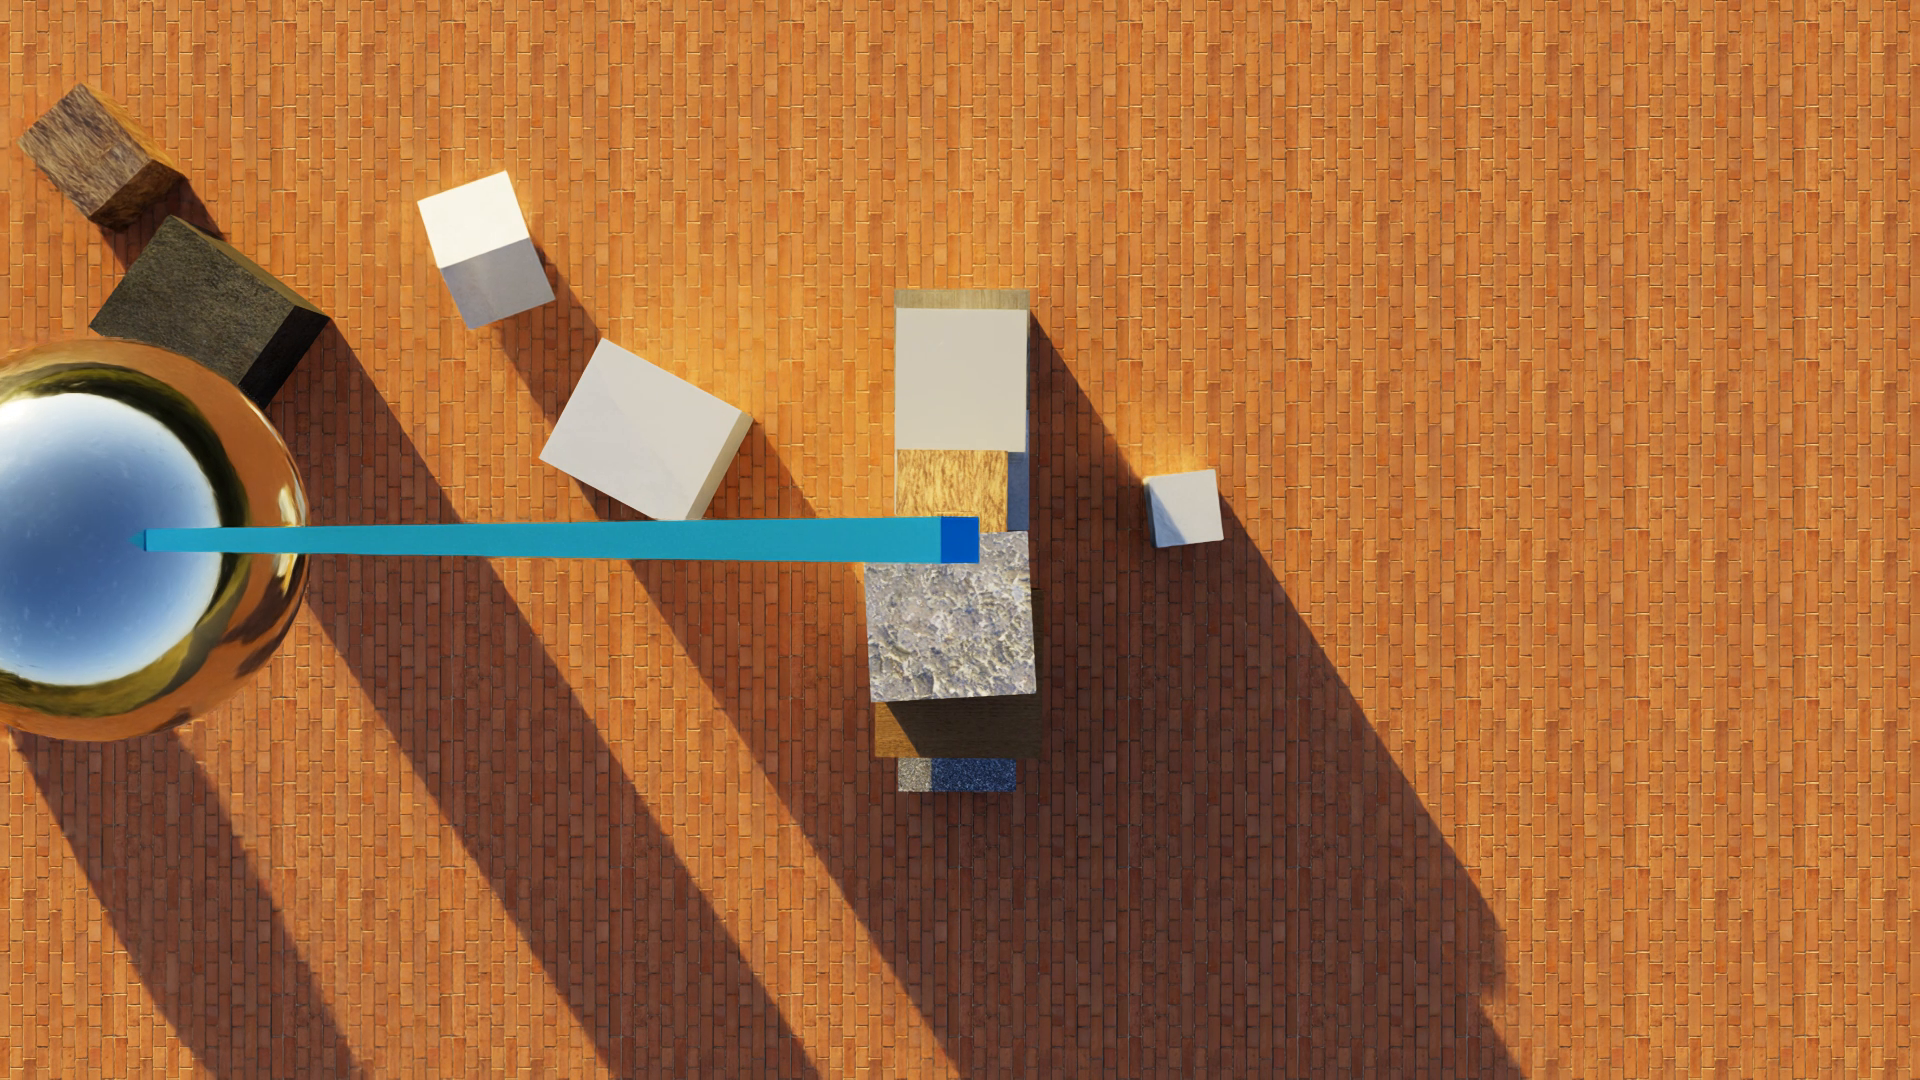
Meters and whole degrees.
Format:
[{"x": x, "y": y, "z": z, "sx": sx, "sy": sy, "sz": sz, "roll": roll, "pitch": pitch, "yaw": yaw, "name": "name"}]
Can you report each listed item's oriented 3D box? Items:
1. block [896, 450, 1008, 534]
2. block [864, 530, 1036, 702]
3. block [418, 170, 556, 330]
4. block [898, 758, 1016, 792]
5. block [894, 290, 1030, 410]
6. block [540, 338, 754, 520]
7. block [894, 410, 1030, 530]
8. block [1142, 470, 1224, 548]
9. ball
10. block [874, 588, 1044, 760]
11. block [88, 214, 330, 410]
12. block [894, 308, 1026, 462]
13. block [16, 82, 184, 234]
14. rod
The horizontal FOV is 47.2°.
[{"x": -0.043, "y": -0.113, "z": 11.853, "sx": 0.582, "sy": 0.682, "sz": 0.605, "roll": 1, "pitch": 79, "yaw": 0, "name": "block"}, {"x": -0.052, "y": 0.369, "z": 11.030, "sx": 0.800, "sy": 0.813, "sz": 0.787, "roll": -3, "pitch": 90, "yaw": 0, "name": "block"}, {"x": -2.707, "y": -1.655, "z": 12.592, "sx": 0.528, "sy": 0.569, "sz": 0.535, "roll": -21, "pitch": 58, "yaw": -6, "name": "block"}, {"x": -0.016, "y": 1.037, "z": 12.625, "sx": 0.657, "sy": 0.749, "sz": 0.727, "roll": 0, "pitch": 90, "yaw": 0, "name": "block"}, {"x": 0.010, "y": -1.069, "z": 12.646, "sx": 0.761, "sy": 0.709, "sz": 0.666, "roll": 0, "pitch": 90, "yaw": 0, "name": "block"}, {"x": -1.780, "y": -0.587, "z": 12.621, "sx": 0.878, "sy": 0.759, "sz": 0.760, "roll": 28, "pitch": 90, "yaw": 0, "name": "block"}, {"x": 0.012, "y": -0.390, "z": 12.633, "sx": 0.749, "sy": 0.734, "sz": 0.671, "roll": 0, "pitch": 90, "yaw": 0, "name": "block"}, {"x": 1.295, "y": -0.181, "z": 12.802, "sx": 0.384, "sy": 0.396, "sz": 0.408, "roll": -7, "pitch": 90, "yaw": 0, "name": "block"}, {"x": -3.398, "y": 0.000, "z": 8.718, "sx": 1.600, "sy": 1.600, "sz": 1.600, "roll": 0, "pitch": 90, "yaw": 0, "name": "ball"}, {"x": -0.003, "y": 0.696, "z": 11.812, "sx": 0.871, "sy": 0.750, "sz": 0.877, "roll": 1, "pitch": 90, "yaw": 0, "name": "block"}, {"x": -4.298, "y": -1.255, "z": 12.652, "sx": 0.871, "sy": 0.697, "sz": 0.775, "roll": 36, "pitch": 90, "yaw": 0, "name": "block"}, {"x": 0.005, "y": -0.829, "z": 11.949, "sx": 0.689, "sy": 0.645, "sz": 0.756, "roll": 1, "pitch": 87, "yaw": 0, "name": "block"}, {"x": -4.974, "y": -2.207, "z": 12.736, "sx": 0.506, "sy": 0.522, "sz": 0.600, "roll": -43, "pitch": 90, "yaw": -1, "name": "block"}, {"x": -1.472, "y": 0.000, "z": 5.916, "sx": 0.080, "sy": 5.200, "sz": 0.080, "roll": 0, "pitch": 90, "yaw": -34, "name": "rod"}]
